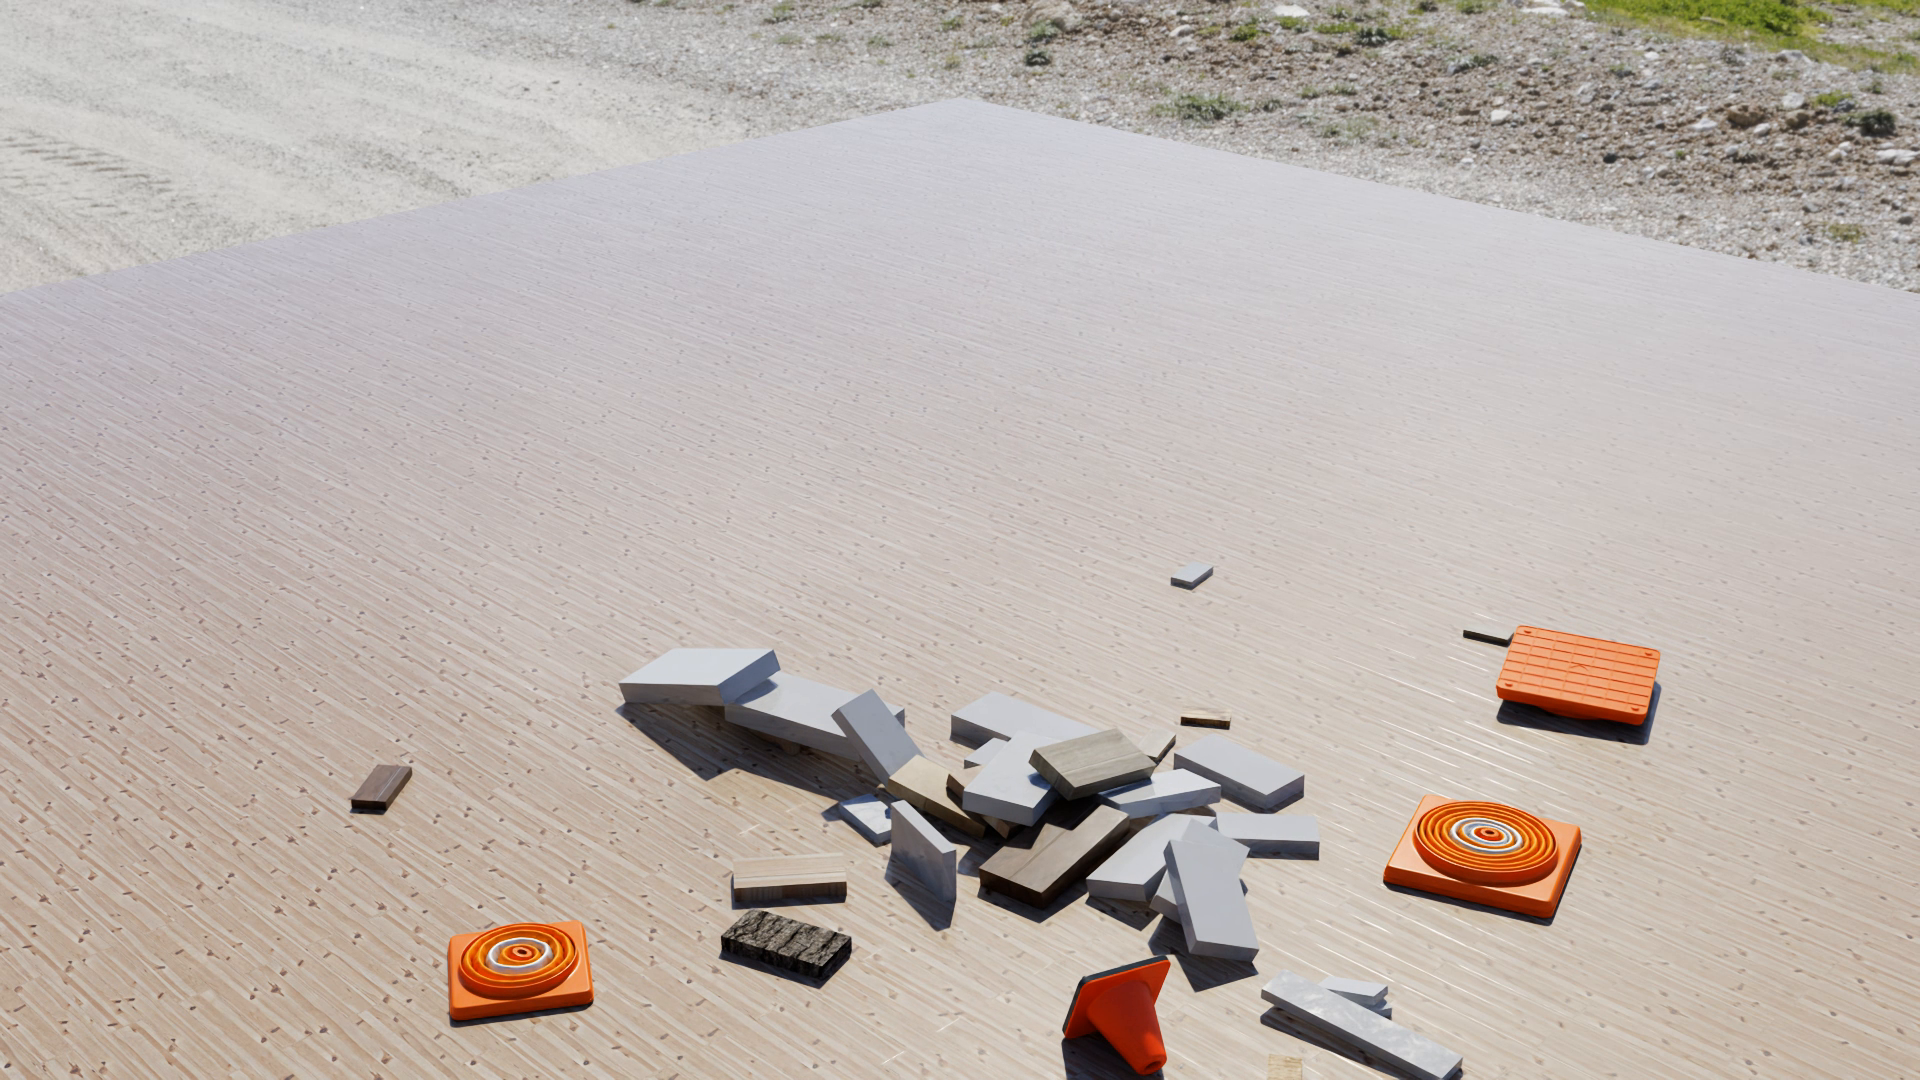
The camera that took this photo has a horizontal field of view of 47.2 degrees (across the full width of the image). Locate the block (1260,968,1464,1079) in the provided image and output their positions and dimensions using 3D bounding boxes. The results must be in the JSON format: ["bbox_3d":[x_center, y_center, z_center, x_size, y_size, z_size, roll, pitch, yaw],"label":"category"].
[{"bbox_3d":[0.681,0.829,3.747,0.351,0.021,0.074,22,33,34],"label":"block"}]

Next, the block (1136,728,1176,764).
[{"bbox_3d":[0.414,0.440,4.702,0.059,0.017,0.118,10,25,23],"label":"block"}]

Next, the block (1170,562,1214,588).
[{"bbox_3d":[0.584,0.087,5.534,0.059,0.017,0.118,14,27,30],"label":"block"}]

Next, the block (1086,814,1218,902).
[{"bbox_3d":[0.374,0.609,4.243,0.126,0.036,0.296,0,19,36],"label":"block"}]

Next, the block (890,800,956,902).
[{"bbox_3d":[-0.071,0.595,4.222,0.030,0.106,0.212,-12,26,-26],"label":"block"}]

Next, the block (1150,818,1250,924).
[{"bbox_3d":[0.452,0.634,4.131,0.126,0.036,0.252,28,34,6],"label":"block"}]

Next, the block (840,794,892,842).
[{"bbox_3d":[-0.173,0.558,4.419,0.074,0.021,0.148,-15,27,-31],"label":"block"}]

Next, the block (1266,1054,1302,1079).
[{"bbox_3d":[0.536,0.893,3.636,0.056,0.016,0.113,4,23,10],"label":"block"}]

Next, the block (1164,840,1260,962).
[{"bbox_3d":[0.459,0.660,4.035,0.124,0.035,0.248,11,36,-17],"label":"block"}]

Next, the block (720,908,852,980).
[{"bbox_3d":[-0.315,0.733,3.996,0.212,0.030,0.106,11,25,25],"label":"block"}]

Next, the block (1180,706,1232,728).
[{"bbox_3d":[0.540,0.387,4.829,0.107,0.015,0.054,4,23,10],"label":"block"}]

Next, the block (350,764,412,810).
[{"bbox_3d":[-1.191,0.509,4.533,0.074,0.021,0.148,3,23,7],"label":"block"}]

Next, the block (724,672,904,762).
[{"bbox_3d":[-0.311,0.372,4.694,0.347,0.049,0.174,14,27,29],"label":"block"}]

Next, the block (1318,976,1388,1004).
[{"bbox_3d":[0.685,0.787,3.846,0.113,0.016,0.056,2,12,36],"label":"block"}]

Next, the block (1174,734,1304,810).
[{"bbox_3d":[0.580,0.481,4.583,0.124,0.035,0.248,-20,30,-40],"label":"block"}]

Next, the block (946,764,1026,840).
[{"bbox_3d":[0.072,0.522,4.398,0.099,0.028,0.198,-9,34,-39],"label":"block"}]

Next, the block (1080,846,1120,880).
[{"bbox_3d":[0.266,0.623,4.270,0.059,0.017,0.118,15,27,31],"label":"block"}]

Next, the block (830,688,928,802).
[{"bbox_3d":[-0.156,0.423,4.543,0.227,0.032,0.113,52,41,9],"label":"block"}]

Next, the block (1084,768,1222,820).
[{"bbox_3d":[0.388,0.514,4.441,0.252,0.036,0.126,-6,14,-31],"label":"block"}]

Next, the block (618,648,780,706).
[{"bbox_3d":[-0.575,0.299,4.836,0.347,0.049,0.174,-2,22,44],"label":"block"}]

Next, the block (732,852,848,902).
[{"bbox_3d":[-0.326,0.644,4.205,0.212,0.030,0.106,-3,23,-6],"label":"block"}]

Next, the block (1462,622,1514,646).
[{"bbox_3d":[1.255,0.221,5.220,0.107,0.015,0.054,13,26,28],"label":"block"}]

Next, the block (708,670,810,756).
[{"bbox_3d":[-0.409,0.363,4.842,0.174,0.049,0.347,-19,30,-38],"label":"block"}]

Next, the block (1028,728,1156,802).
[{"bbox_3d":[0.268,0.450,4.425,0.248,0.035,0.124,-9,40,-44],"label":"block"}]

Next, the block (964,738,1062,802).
[{"bbox_3d":[0.134,0.474,4.532,0.227,0.032,0.113,15,27,31],"label":"block"}]

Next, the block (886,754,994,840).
[{"bbox_3d":[-0.022,0.517,4.438,0.227,0.032,0.113,24,31,21],"label":"block"}]

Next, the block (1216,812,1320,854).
[{"bbox_3d":[0.609,0.580,4.357,0.198,0.028,0.099,2,23,4],"label":"block"}]

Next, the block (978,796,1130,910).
[{"bbox_3d":[0.185,0.598,4.253,0.147,0.042,0.294,17,35,34],"label":"block"}]

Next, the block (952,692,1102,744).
[{"bbox_3d":[0.154,0.416,4.728,0.327,0.042,0.147,18,29,36],"label":"block"}]

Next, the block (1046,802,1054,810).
[{"bbox_3d":[0.211,0.536,4.461,0.099,0.028,0.198,-9,25,-21],"label":"block"}]

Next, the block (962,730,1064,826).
[{"bbox_3d":[0.131,0.476,4.411,0.147,0.042,0.294,12,23,20],"label":"block"}]

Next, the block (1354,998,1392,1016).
[{"bbox_3d":[0.687,0.814,3.821,0.113,0.016,0.056,-8,24,-18],"label":"block"}]
